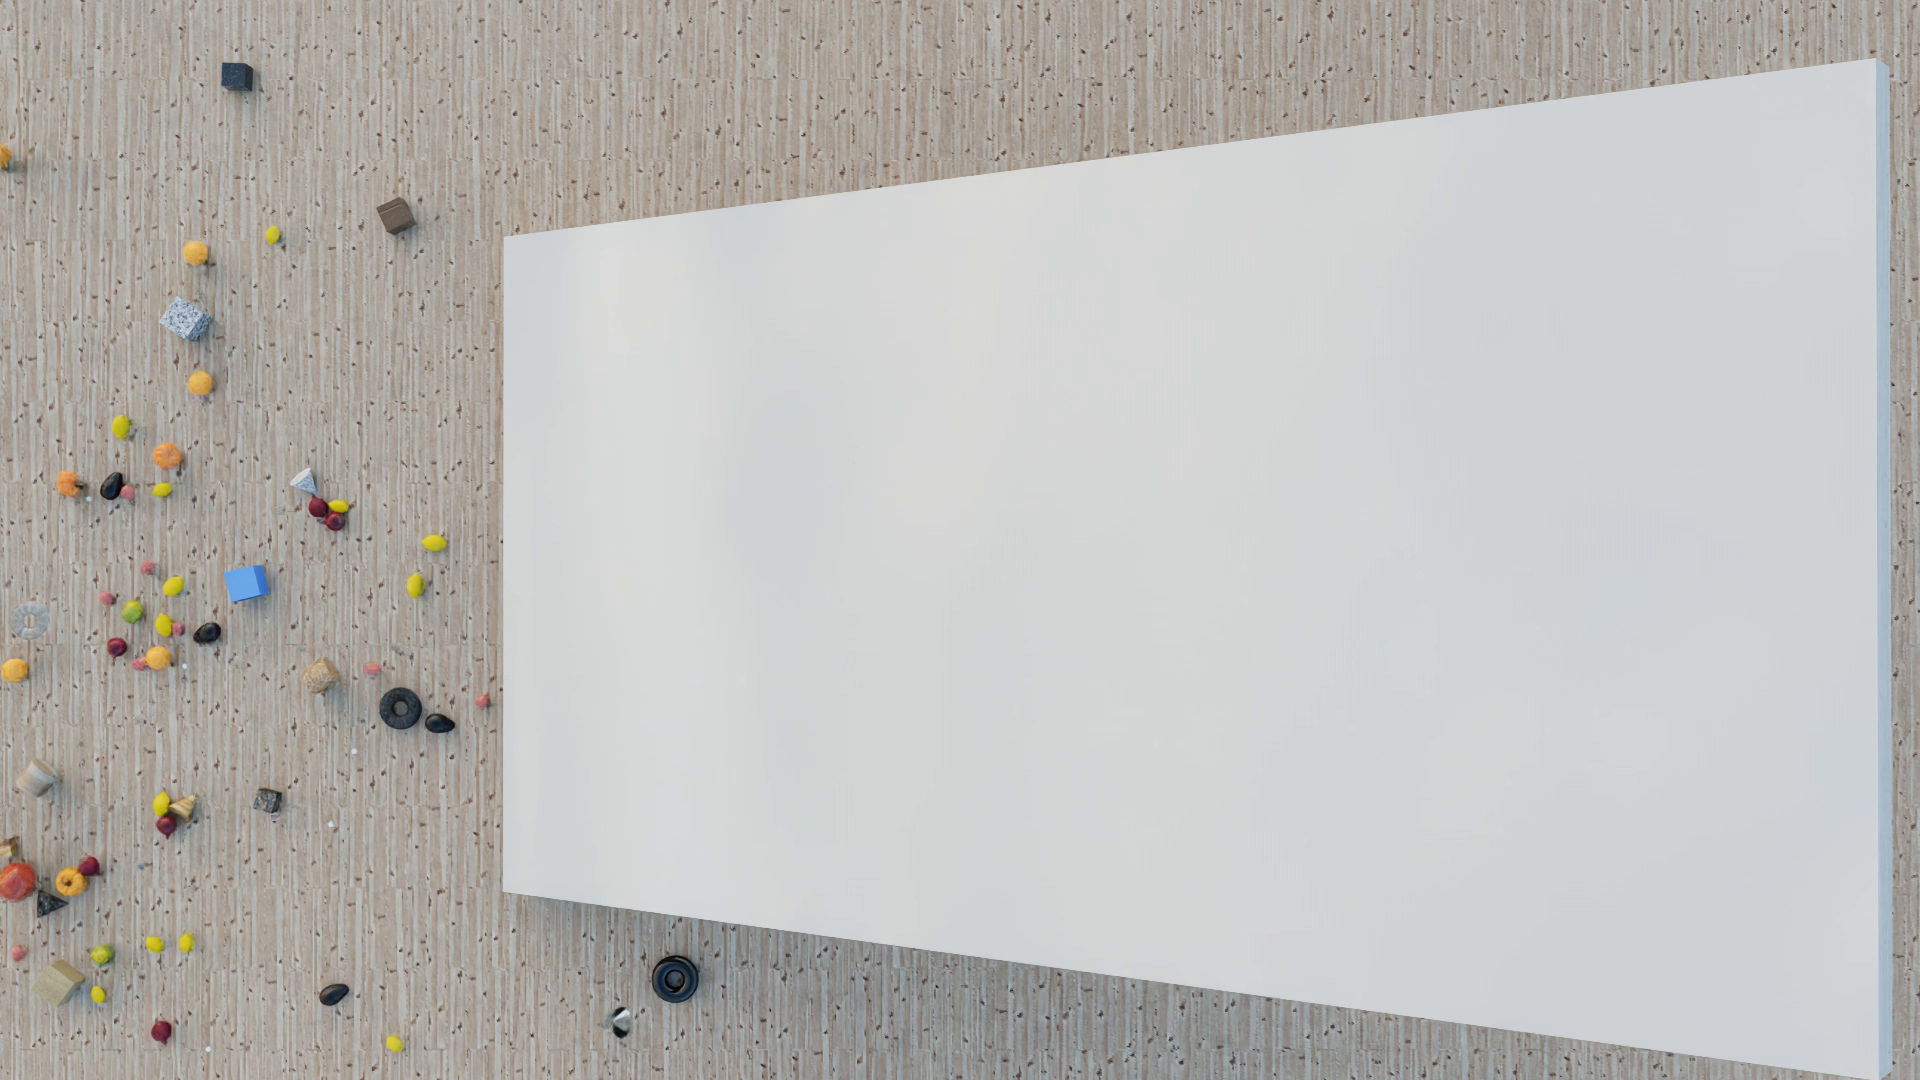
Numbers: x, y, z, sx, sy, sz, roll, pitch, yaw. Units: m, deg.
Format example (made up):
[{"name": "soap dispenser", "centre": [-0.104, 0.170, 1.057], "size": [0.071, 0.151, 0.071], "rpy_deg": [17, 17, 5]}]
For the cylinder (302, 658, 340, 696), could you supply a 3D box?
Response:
[{"name": "cylinder", "centre": [-1.963, 0.420, 6.752], "size": [0.082, 0.082, 0.082], "rpy_deg": [-32, 90, 0]}]

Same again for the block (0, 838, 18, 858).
[{"name": "block", "centre": [-2.936, 0.946, 6.764], "size": [0.051, 0.051, 0.051], "rpy_deg": [-10, 90, 0]}]

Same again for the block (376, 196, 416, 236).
[{"name": "block", "centre": [-1.733, -0.996, 6.763], "size": [0.080, 0.080, 0.080], "rpy_deg": [-25, 90, 0]}]

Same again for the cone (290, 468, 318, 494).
[{"name": "cone", "centre": [-2.008, -0.167, 6.780], "size": [0.078, 0.078, 0.078], "rpy_deg": [-41, 119, 0]}]

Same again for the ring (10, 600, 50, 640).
[{"name": "ring", "centre": [-2.864, 0.248, 6.774], "size": [0.123, 0.041, 0.123], "rpy_deg": [0, 89, 1]}]

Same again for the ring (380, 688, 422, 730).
[{"name": "ring", "centre": [-1.723, 0.519, 6.771], "size": [0.131, 0.044, 0.131], "rpy_deg": [0, 91, 0]}]

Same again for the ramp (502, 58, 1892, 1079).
[{"name": "ramp", "centre": [0.230, 0.065, 5.548], "size": [4.000, 0.100, 2.000], "rpy_deg": [0, 89, 37]}]

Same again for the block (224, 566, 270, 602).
[{"name": "block", "centre": [-2.189, 0.134, 6.750], "size": [0.091, 0.091, 0.091], "rpy_deg": [-14, 90, 0]}]

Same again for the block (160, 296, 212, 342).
[{"name": "block", "centre": [-2.376, -0.678, 6.753], "size": [0.096, 0.096, 0.096], "rpy_deg": [34, 90, 0]}]

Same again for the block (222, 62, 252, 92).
[{"name": "block", "centre": [-2.225, -1.425, 6.770], "size": [0.072, 0.072, 0.072], "rpy_deg": [2, 90, 0]}]

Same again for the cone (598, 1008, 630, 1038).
[{"name": "cone", "centre": [-1.080, 1.487, 6.764], "size": [0.096, 0.096, 0.096], "rpy_deg": [-8, 90, 27]}]

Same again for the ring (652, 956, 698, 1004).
[{"name": "ring", "centre": [-0.876, 1.351, 6.763], "size": [0.146, 0.049, 0.146], "rpy_deg": [0, 88, 0]}]

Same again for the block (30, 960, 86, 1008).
[{"name": "block", "centre": [-2.762, 1.359, 6.739], "size": [0.095, 0.095, 0.095], "rpy_deg": [37, 90, 0]}]

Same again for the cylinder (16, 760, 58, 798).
[{"name": "cylinder", "centre": [-2.831, 0.732, 6.749], "size": [0.085, 0.085, 0.085], "rpy_deg": [38, 90, 0]}]

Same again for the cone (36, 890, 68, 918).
[{"name": "cone", "centre": [-2.788, 1.119, 6.768], "size": [0.090, 0.090, 0.090], "rpy_deg": [4, 90, -27]}]

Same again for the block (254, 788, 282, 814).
[{"name": "block", "centre": [-2.128, 0.801, 6.761], "size": [0.060, 0.060, 0.060], "rpy_deg": [15, 90, 0]}]
